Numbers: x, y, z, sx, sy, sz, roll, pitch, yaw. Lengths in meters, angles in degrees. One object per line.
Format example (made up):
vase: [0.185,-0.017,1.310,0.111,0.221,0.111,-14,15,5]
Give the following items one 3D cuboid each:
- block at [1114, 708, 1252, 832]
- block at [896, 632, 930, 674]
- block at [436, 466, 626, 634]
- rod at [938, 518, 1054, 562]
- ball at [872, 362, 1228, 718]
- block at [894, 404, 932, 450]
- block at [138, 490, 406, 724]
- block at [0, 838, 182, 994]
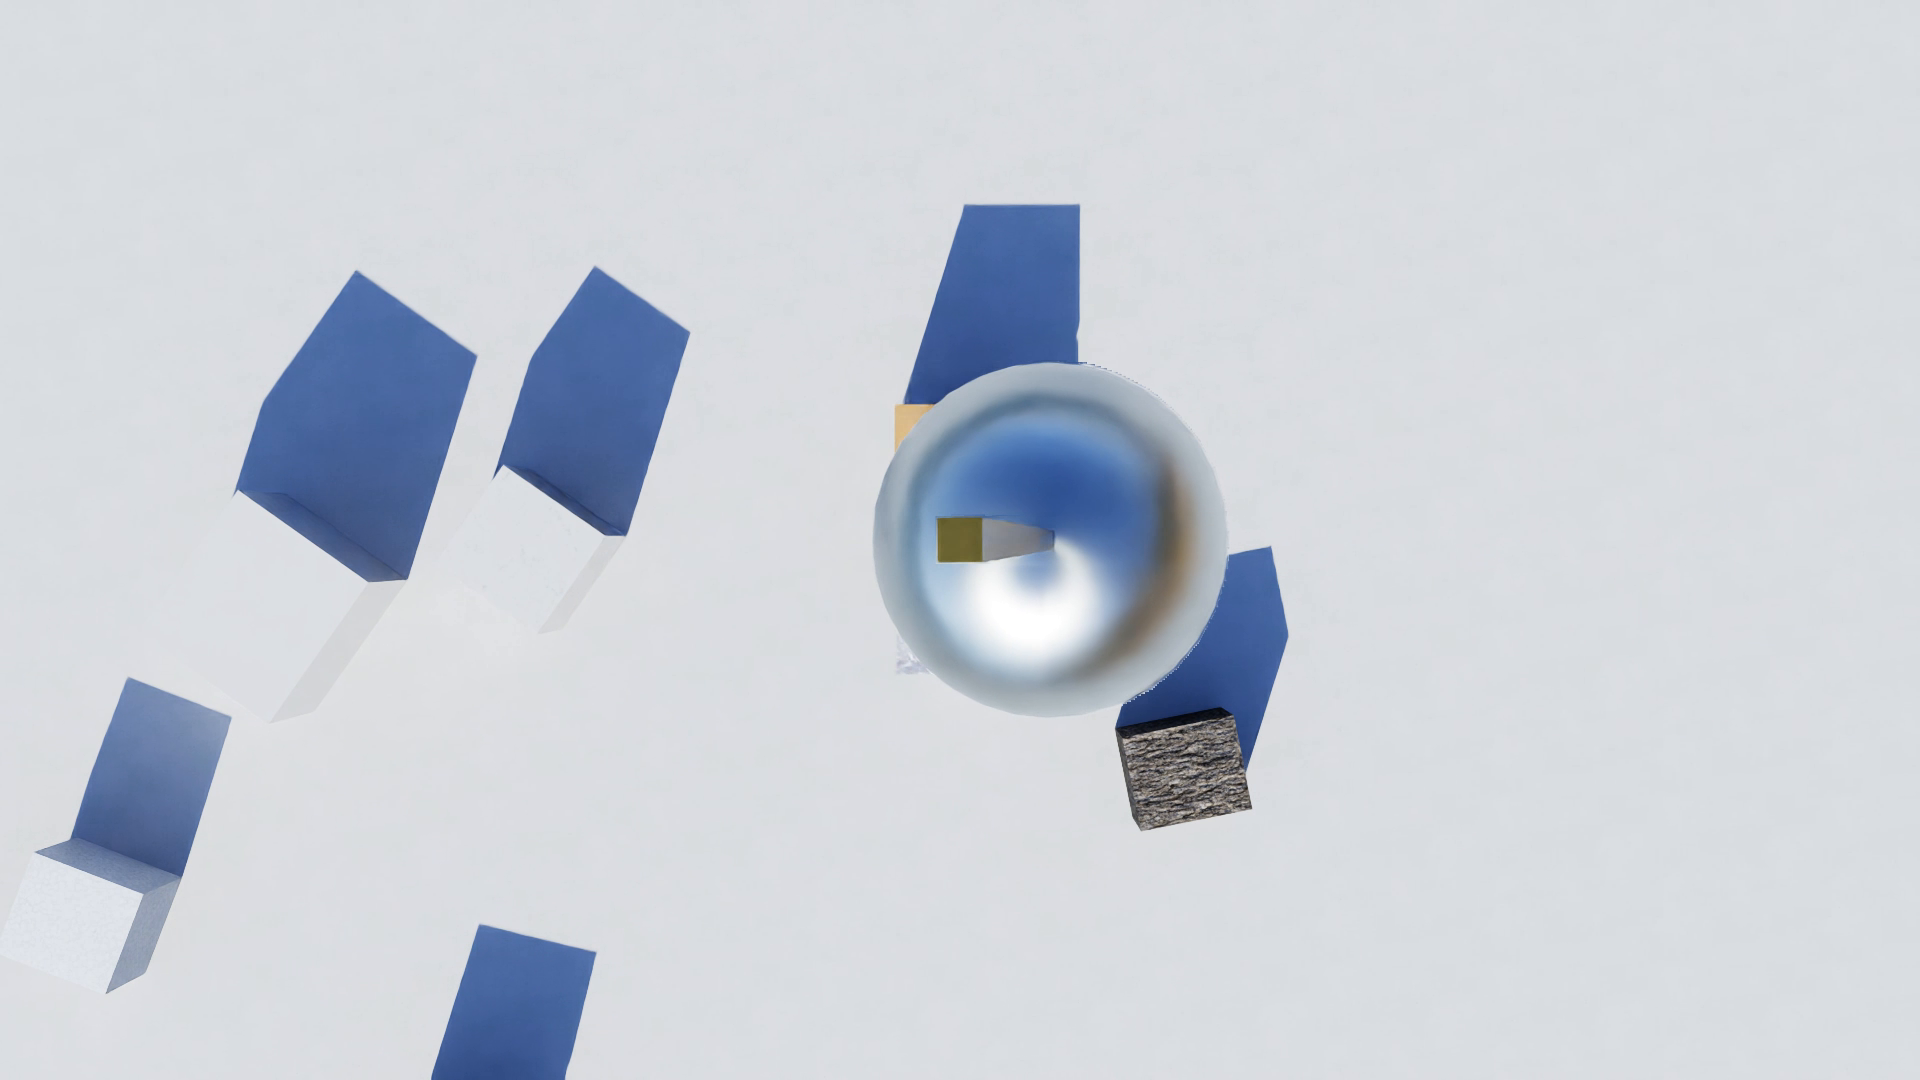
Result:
block: [1.281,1.314,12.690,0.641,0.619,0.540,-11,90,0]
block: [-0.009,0.359,12.623,0.692,0.754,0.783,0,90,0]
block: [-2.443,0.055,12.607,0.691,0.786,0.667,35,90,0]
rod: [0.174,0.000,6.487,0.080,5.200,0.080,0,90,4]
ball: [0.401,0.000,9.879,1.600,1.600,1.600,0,90,0]
block: [-0.019,-0.395,12.598,0.683,0.805,0.708,0,90,0]
block: [-3.901,0.370,12.569,0.883,0.862,0.956,35,90,0]
block: [-5.017,2.159,12.691,0.665,0.619,0.606,21,90,0]
